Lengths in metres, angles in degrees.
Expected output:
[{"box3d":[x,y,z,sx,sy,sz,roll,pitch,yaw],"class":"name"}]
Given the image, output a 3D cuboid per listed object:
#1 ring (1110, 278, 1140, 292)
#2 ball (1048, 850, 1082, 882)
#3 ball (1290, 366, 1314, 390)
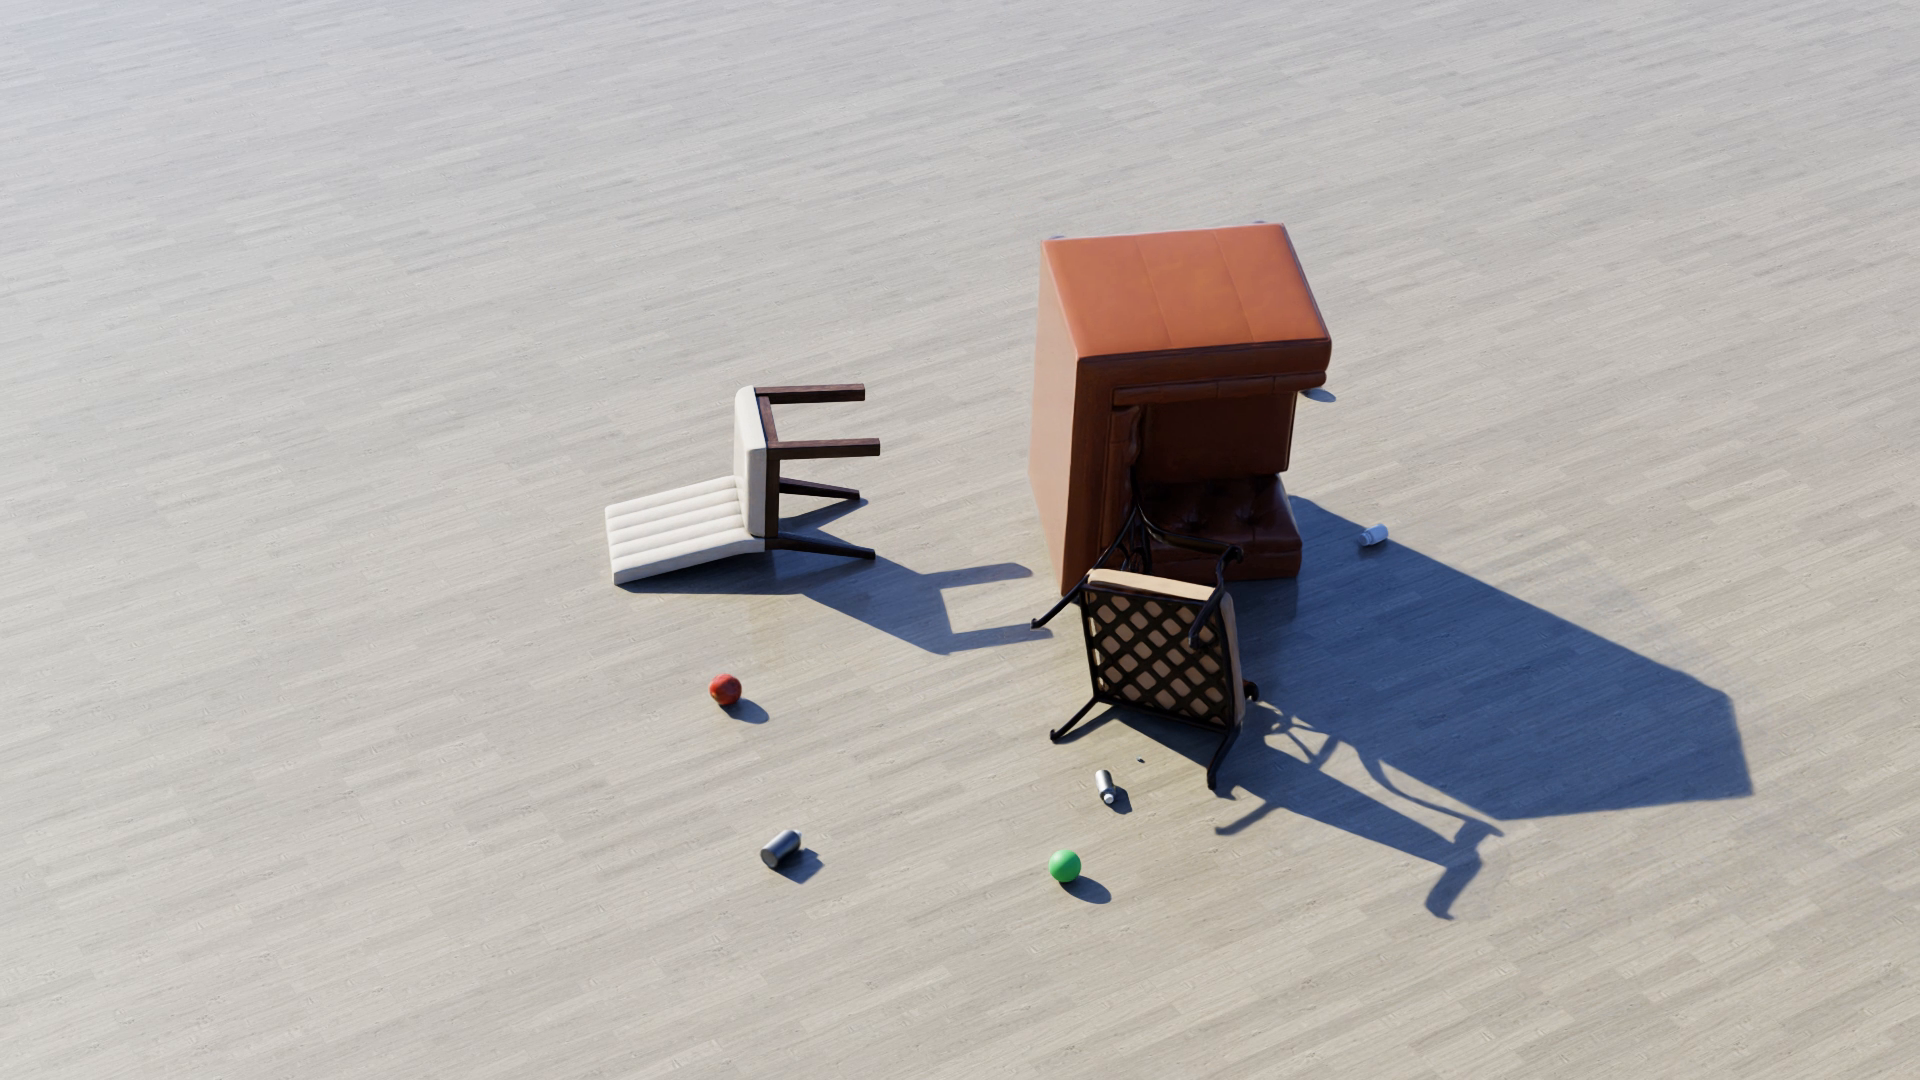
[{"box3d":[0.707,-1.094,12.579,0.130,0.029,0.102,19,37,25],"class":"ring"},{"box3d":[0.332,1.032,9.285,0.104,0.104,0.104,0,33,0],"class":"ball"},{"box3d":[1.380,-0.656,11.853,0.097,0.097,0.097,0,33,0],"class":"ball"}]
